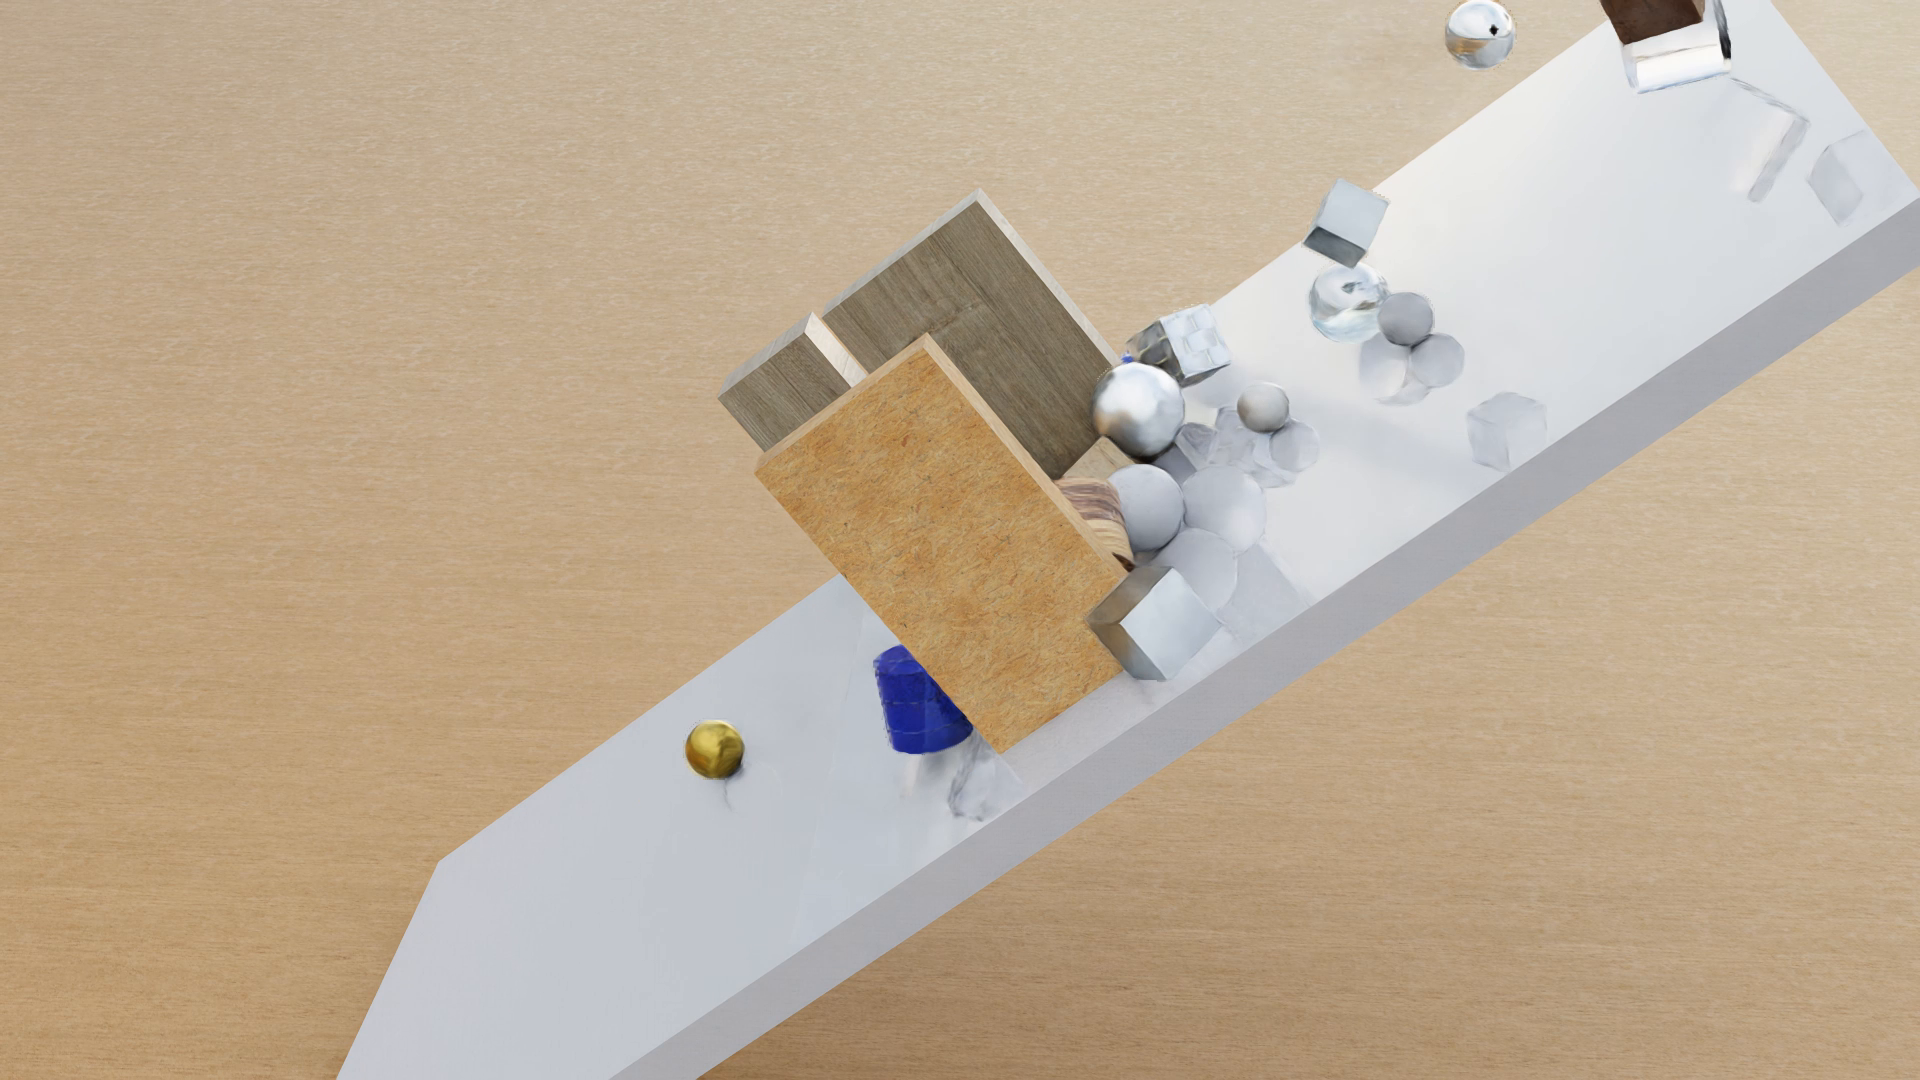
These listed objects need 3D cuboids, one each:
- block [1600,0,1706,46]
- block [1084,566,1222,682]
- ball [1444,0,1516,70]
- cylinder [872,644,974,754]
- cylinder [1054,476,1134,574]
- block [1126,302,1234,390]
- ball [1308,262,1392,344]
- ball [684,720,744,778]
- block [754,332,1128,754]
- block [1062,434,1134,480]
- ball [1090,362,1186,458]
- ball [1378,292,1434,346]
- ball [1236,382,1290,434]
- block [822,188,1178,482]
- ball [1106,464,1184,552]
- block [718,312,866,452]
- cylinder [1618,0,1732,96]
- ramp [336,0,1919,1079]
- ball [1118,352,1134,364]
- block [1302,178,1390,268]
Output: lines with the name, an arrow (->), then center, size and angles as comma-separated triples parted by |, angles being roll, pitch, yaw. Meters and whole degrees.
block -> 1.244, -1.016, 5.300 | 0.151, 0.151, 0.151 | -13, 42, 33
block -> 0.355, 0.153, 5.412 | 0.148, 0.148, 0.148 | -45, 16, -17
ball -> 0.996, -0.968, 5.638 | 0.134, 0.134, 0.134 | 0, 23, 0
cylinder -> -0.072, 0.307, 5.798 | 0.170, 0.170, 0.170 | -10, 19, 4
cylinder -> 0.236, 0.004, 5.754 | 0.186, 0.186, 0.186 | -4, 55, -9
block -> 0.478, -0.412, 6.421 | 0.142, 0.142, 0.142 | -20, -7, -34
ball -> 0.805, -0.490, 6.073 | 0.173, 0.173, 0.173 | 0, 23, 0
ball -> -0.558, 0.476, 6.689 | 0.135, 0.135, 0.135 | 0, 23, 0
block -> 0.008, 0.015, 5.514 | 0.407, 0.731, 0.083 | -35, 16, 18
block -> 0.301, -0.119, 6.241 | 0.128, 0.128, 0.128 | 43, 77, 8
ball -> 0.378, -0.277, 6.262 | 0.203, 0.203, 0.203 | 0, 23, 0
ball -> 0.888, -0.441, 5.861 | 0.111, 0.111, 0.111 | 0, 23, 0
ball -> 0.621, -0.272, 6.026 | 0.108, 0.108, 0.108 | 0, 23, 0
block -> 0.090, -0.362, 6.415 | 0.431, 0.698, 0.098 | -35, 16, 18
ball -> 0.363, -0.064, 5.929 | 0.180, 0.180, 0.180 | 0, 23, 0
block -> -0.271, -0.216, 7.031 | 0.270, 0.606, 0.149 | -35, 16, 18
cylinder -> 1.420, -0.997, 5.854 | 0.185, 0.185, 0.185 | -12, 23, 6
ramp -> 0.123, 0.184, 6.336 | 4.000, 0.100, 2.000 | -35, 16, 18
ball -> 0.396, -0.350, 6.568 | 0.146, 0.146, 0.146 | 0, 23, 0
block -> 0.764, -0.626, 5.824 | 0.112, 0.112, 0.112 | 26, -16, -1
